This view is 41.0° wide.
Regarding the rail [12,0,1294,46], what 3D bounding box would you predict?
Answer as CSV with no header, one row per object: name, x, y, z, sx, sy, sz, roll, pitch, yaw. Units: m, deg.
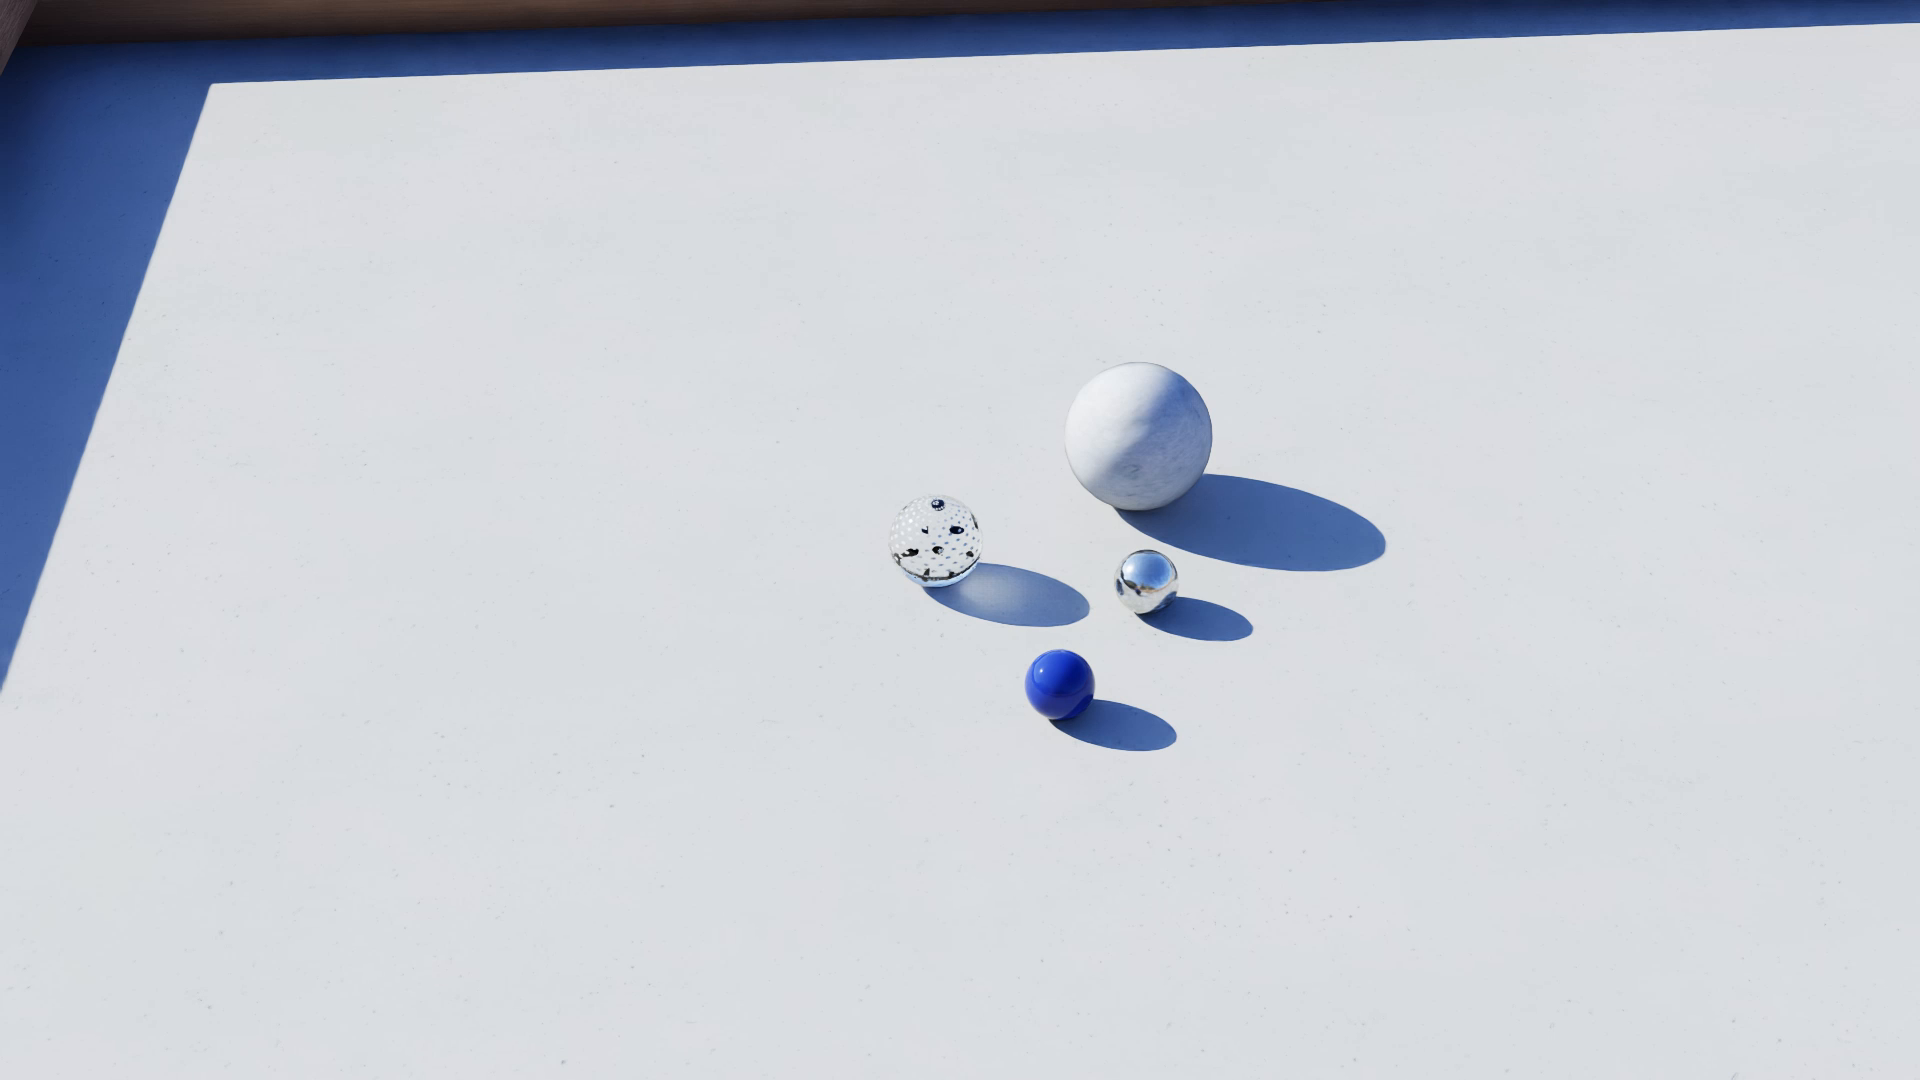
rail,0.721,-0.563,2.370,3.168,0.130,0.045,-3,36,-4

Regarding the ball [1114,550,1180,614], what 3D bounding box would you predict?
ball,0.119,0.027,1.638,0.042,0.042,0.042,0,36,0

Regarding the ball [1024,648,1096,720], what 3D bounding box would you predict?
ball,0.061,0.088,1.553,0.043,0.043,0.043,0,36,0

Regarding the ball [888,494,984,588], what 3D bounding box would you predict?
ball,-0.015,0.001,1.657,0.061,0.061,0.061,0,36,0

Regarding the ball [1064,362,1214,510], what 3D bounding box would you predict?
ball,0.119,-0.069,1.720,0.100,0.100,0.100,0,36,0

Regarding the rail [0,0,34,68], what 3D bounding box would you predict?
rail,-0.766,0.008,1.587,0.045,0.130,1.738,-3,36,-4
